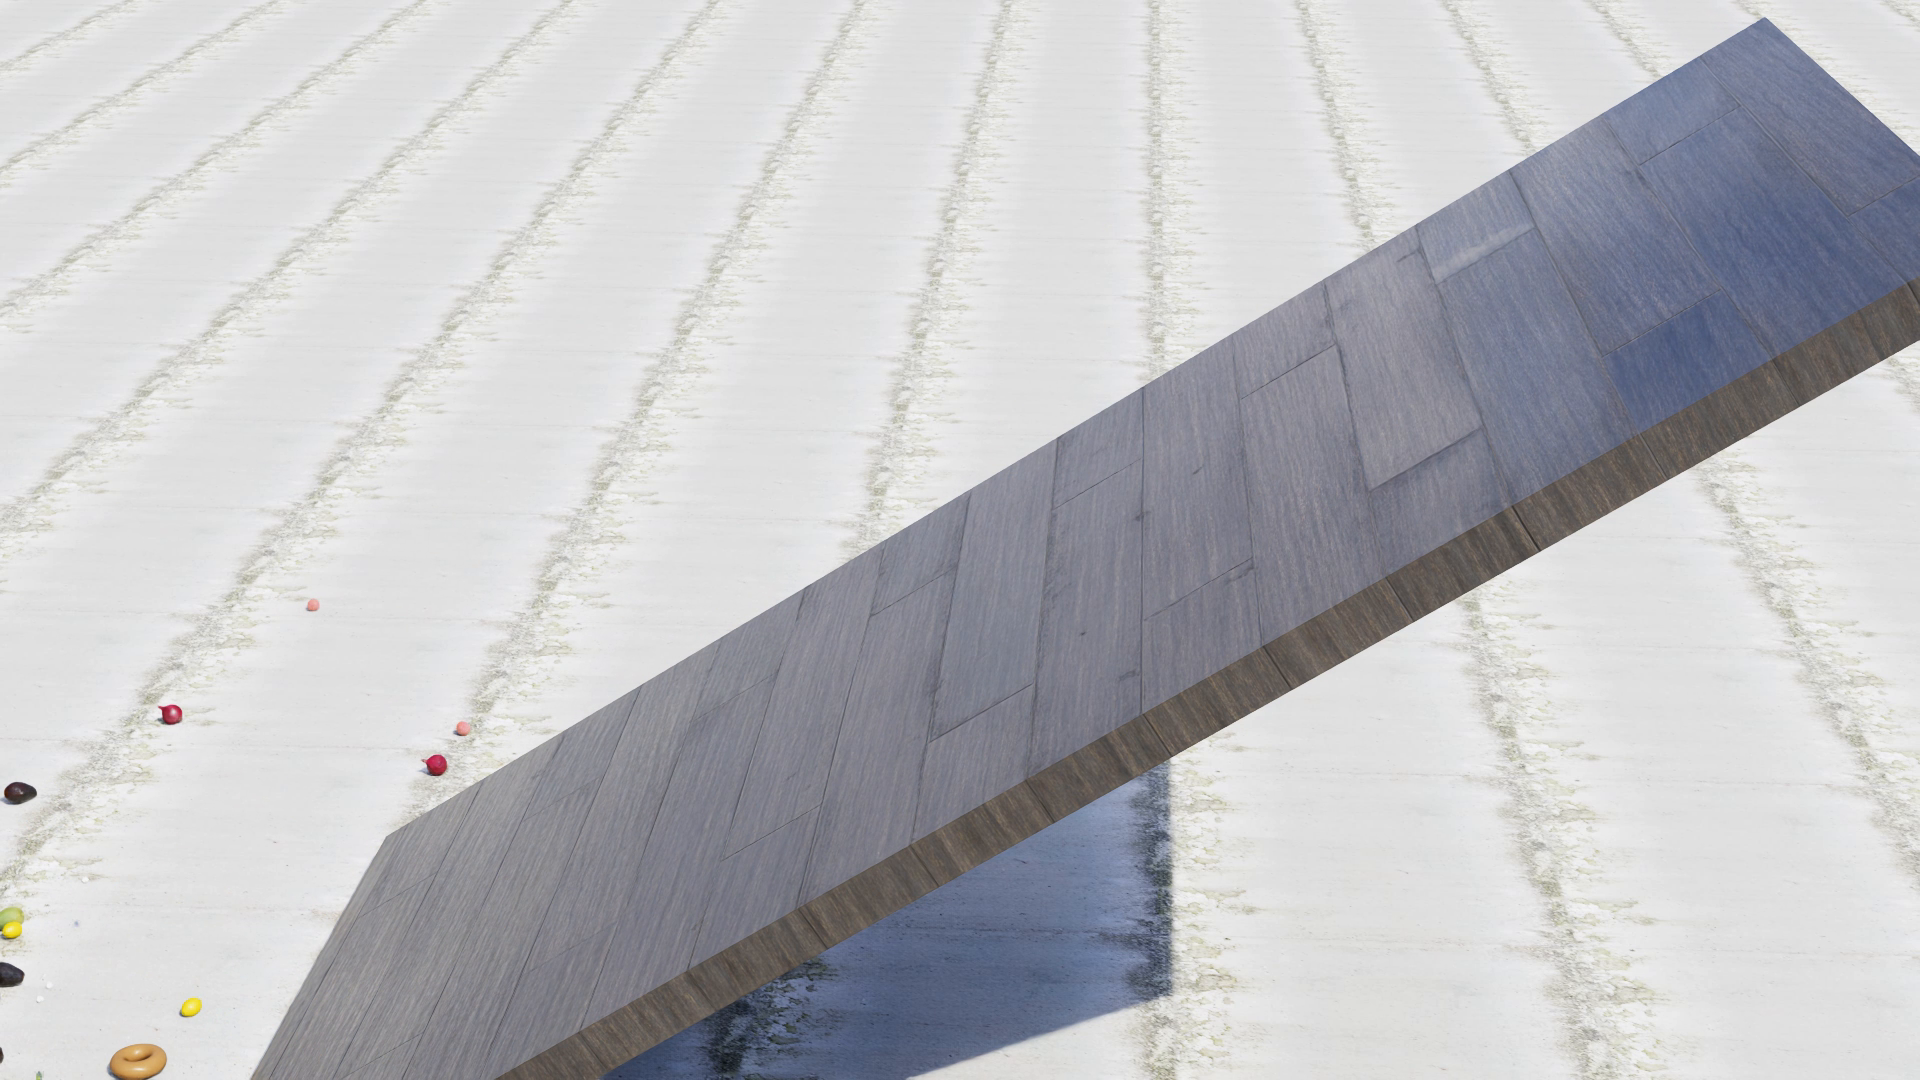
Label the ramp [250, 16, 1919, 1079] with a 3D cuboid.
[{"bbox_3d":[0.140,0.170,6.294,4.000,0.100,2.000,-31,15,14],"label":"ramp"}]

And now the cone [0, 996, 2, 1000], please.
[{"bbox_3d":[-2.359,1.085,7.024,0.095,0.095,0.095,-29,23,-1],"label":"cone"}]

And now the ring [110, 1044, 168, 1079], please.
[{"bbox_3d":[-1.880,1.194,6.729,0.128,0.043,0.128,-1,19,0],"label":"ring"}]
